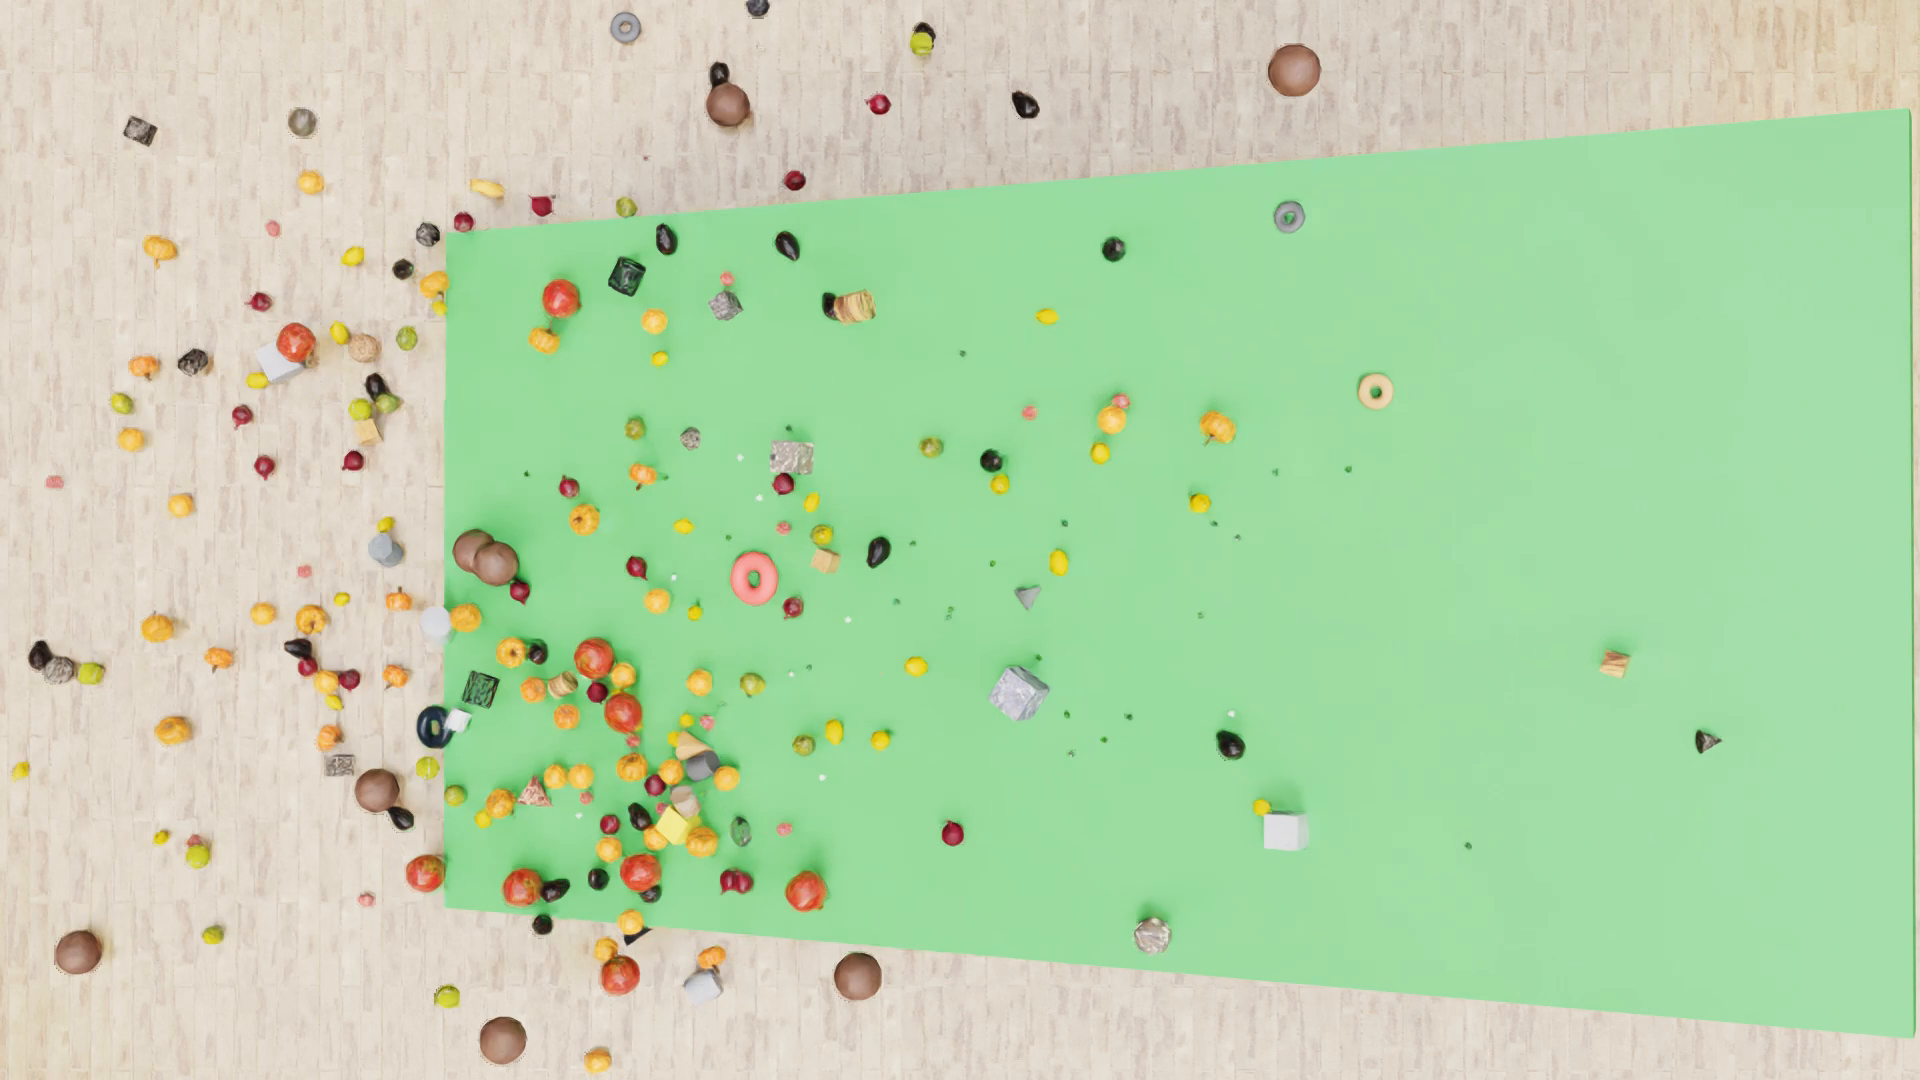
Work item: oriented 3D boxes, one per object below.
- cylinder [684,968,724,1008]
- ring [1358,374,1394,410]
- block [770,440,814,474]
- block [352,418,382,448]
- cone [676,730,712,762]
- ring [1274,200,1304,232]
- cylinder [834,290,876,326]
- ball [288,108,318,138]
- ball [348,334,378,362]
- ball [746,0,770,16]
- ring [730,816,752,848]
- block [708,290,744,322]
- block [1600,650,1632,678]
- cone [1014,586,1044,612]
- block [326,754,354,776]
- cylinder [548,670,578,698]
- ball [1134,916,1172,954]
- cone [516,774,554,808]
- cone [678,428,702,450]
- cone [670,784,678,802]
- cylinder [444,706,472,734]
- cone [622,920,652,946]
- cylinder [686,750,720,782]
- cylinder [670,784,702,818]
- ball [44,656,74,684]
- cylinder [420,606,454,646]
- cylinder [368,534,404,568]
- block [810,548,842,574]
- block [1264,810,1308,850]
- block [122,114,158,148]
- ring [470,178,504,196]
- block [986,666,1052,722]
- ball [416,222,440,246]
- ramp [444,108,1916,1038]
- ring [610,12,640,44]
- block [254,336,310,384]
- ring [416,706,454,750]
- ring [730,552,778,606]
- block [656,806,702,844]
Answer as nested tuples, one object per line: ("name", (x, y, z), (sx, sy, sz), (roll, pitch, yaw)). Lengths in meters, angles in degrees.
("cylinder", (-0.764, 1.333, 6.555), (0.087, 0.087, 0.087), (-29, 89, 0))
("ring", (0.991, -0.353, 5.241), (0.089, 0.030, 0.089), (2, 93, 29))
("block", (-0.453, -0.223, 5.937), (0.084, 0.084, 0.084), (4, 91, 27))
("block", (-1.770, -0.321, 6.577), (0.060, 0.060, 0.060), (-22, 80, -7))
("cone", (-0.727, 0.574, 6.081), (0.091, 0.091, 0.091), (6, 89, 7))
("ring", (0.801, -0.785, 5.344), (0.078, 0.026, 0.078), (0, 90, 26))
("cylinder", (-0.272, -0.604, 5.713), (0.079, 0.079, 0.079), (-11, 89, 26))
("ball", (-1.968, -1.250, 6.584), (0.086, 0.086, 0.086), (0, 89, 0))
("ball", (-1.785, -0.573, 6.575), (0.088, 0.088, 0.088), (0, 89, 0))
("ball", (-0.606, -1.605, 6.597), (0.068, 0.068, 0.068), (0, 89, 0))
("ring", (-0.600, 0.798, 6.017), (0.029, 0.087, 0.087), (-7, 89, -39))
("block", (-0.645, -0.644, 6.053), (0.058, 0.058, 0.058), (-33, 75, 23))
("block", (1.484, 0.280, 4.974), (0.051, 0.051, 0.051), (20, 98, 26))
("cone", (0.186, 0.138, 5.641), (0.067, 0.067, 0.067), (-33, 89, -5))
("block", (-1.852, 0.673, 6.565), (0.057, 0.057, 0.057), (-2, 89, 37))
("cylinder", (-1.136, 0.413, 6.286), (0.063, 0.063, 0.063), (-27, 89, 24))
("ball", (0.478, 0.980, 5.450), (0.092, 0.092, 0.092), (0, 89, 0))
("cone", (-1.210, 0.743, 6.329), (0.099, 0.099, 0.099), (34, 89, -5))
("cone", (-0.763, -0.283, 6.104), (0.065, 0.065, 0.065), (0, 89, 27))
("cone", (-0.774, 0.705, 6.121), (0.057, 0.057, 0.057), (0, 89, 0))
("cylinder", (-1.472, 0.527, 6.447), (0.060, 0.060, 0.060), (24, 87, 0))
("cone", (-0.903, 1.100, 6.183), (0.076, 0.076, 0.076), (-9, 89, 0))
("cylinder", (-0.708, 0.624, 6.065), (0.069, 0.069, 0.069), (-24, 89, 25))
("cylinder", (-0.752, 0.718, 6.036), (0.065, 0.065, 0.065), (-24, 130, 0))
("ball", (-2.689, 0.388, 6.567), (0.084, 0.084, 0.084), (0, 89, 0))
("cylinder", (-1.533, 0.253, 6.444), (0.092, 0.092, 0.092), (3, 68, -8))
("cylinder", (-1.713, 0.034, 6.559), (0.078, 0.078, 0.078), (-3, 70, 9))
("block", (-0.359, 0.055, 5.904), (0.052, 0.052, 0.052), (25, 101, 25))
("block", (0.787, 0.701, 5.303), (0.083, 0.083, 0.083), (1, 90, 27))
("block", (-2.458, -1.226, 6.594), (0.064, 0.064, 0.064), (24, 89, 0))
("ring", (-1.411, -1.051, 6.563), (0.105, 0.105, 0.035), (10, 112, 0))
("block", (0.151, 0.393, 5.618), (0.098, 0.098, 0.098), (38, 105, 22))
("ball", (-1.578, -0.905, 6.519), (0.071, 0.071, 0.071), (0, 89, 0))
("ramp", (0.279, 0.079, 5.667), (4.000, 0.100, 2.000), (0, 89, 27))
("ring", (-1.006, -1.541, 6.614), (0.094, 0.031, 0.094), (0, 89, 1))
("block", (-2.025, -0.537, 6.569), (0.100, 0.100, 0.100), (-26, 89, 0))
("ring", (-1.553, 0.554, 6.506), (0.131, 0.044, 0.131), (0, 91, 26))
("ring", (-0.561, 0.106, 6.007), (0.150, 0.050, 0.150), (2, 93, 29))
("block", (-0.778, 0.787, 6.094), (0.077, 0.077, 0.077), (38, 106, 22))
